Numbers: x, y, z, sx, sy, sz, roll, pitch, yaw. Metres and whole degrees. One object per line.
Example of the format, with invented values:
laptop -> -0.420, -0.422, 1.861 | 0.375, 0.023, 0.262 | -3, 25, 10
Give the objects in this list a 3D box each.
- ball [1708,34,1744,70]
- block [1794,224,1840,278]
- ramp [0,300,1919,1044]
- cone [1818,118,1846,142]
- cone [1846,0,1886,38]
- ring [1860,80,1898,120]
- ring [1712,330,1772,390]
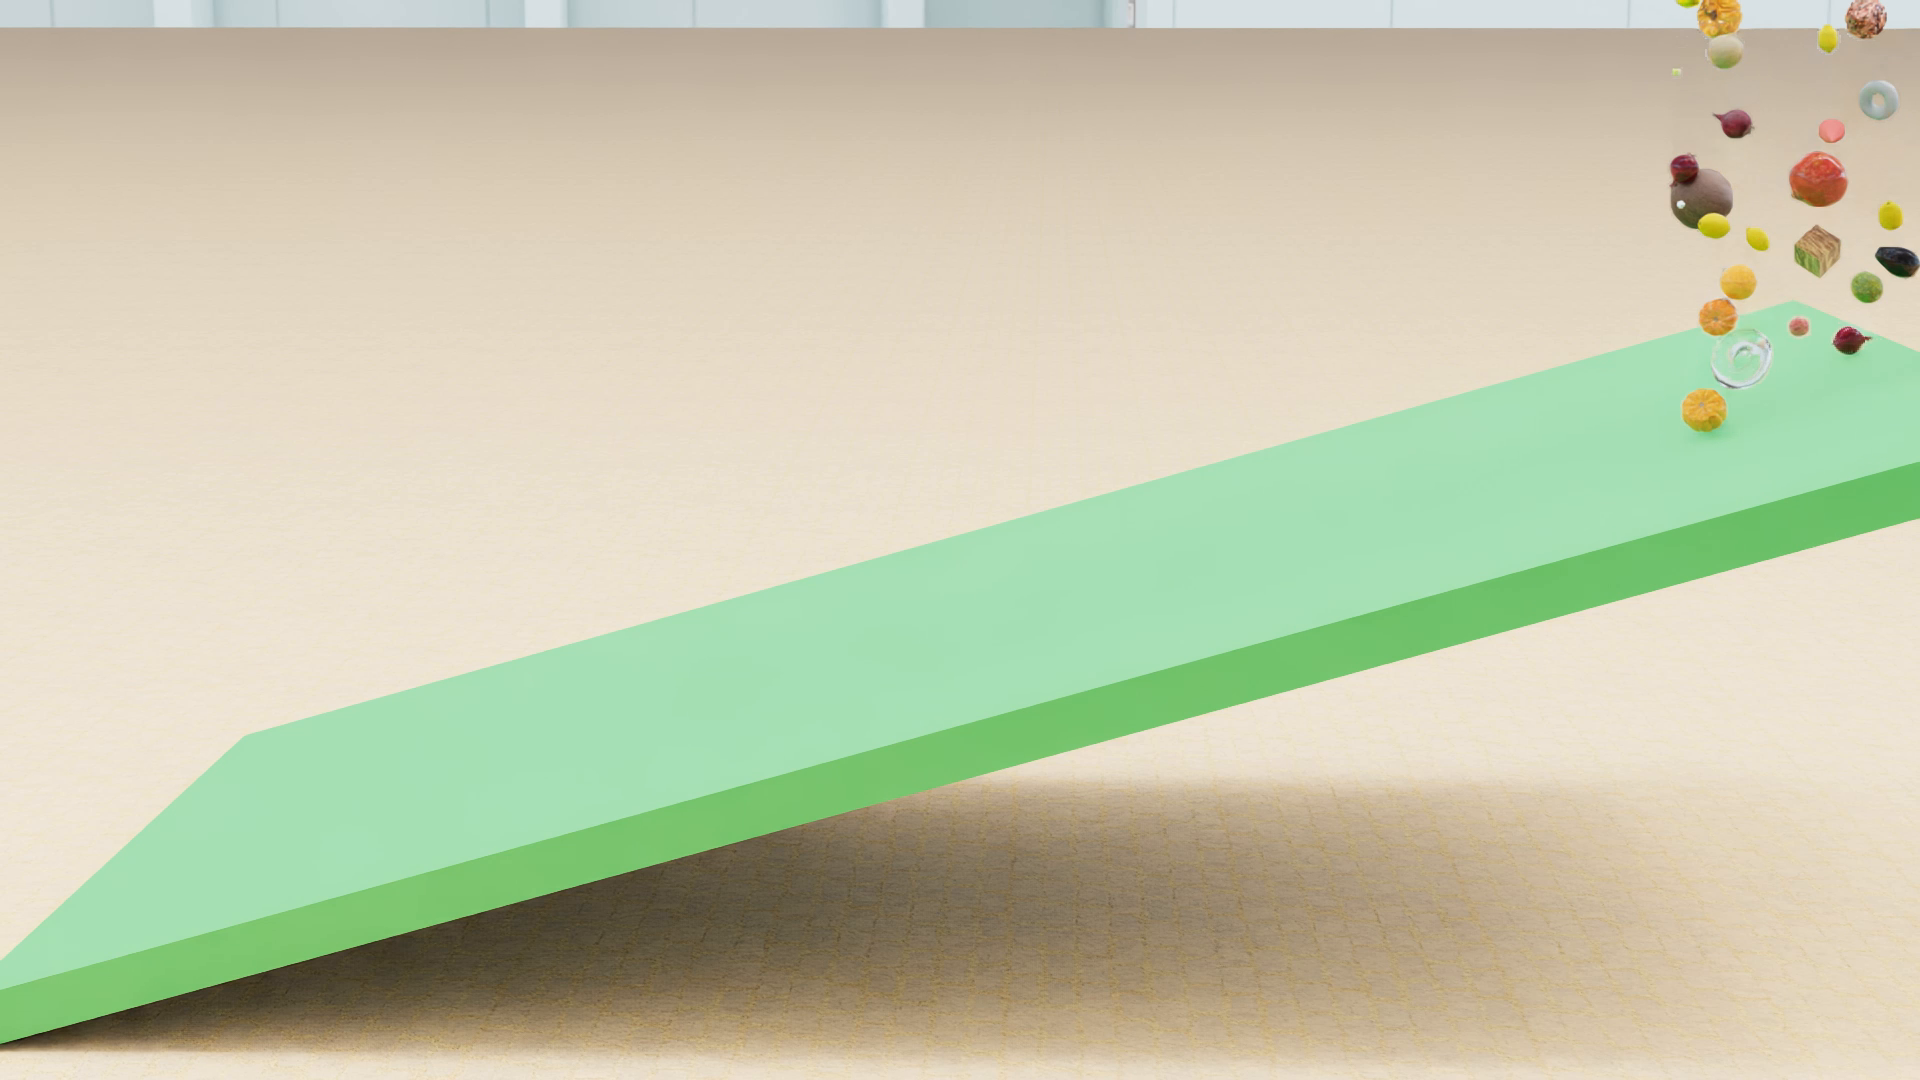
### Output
ball -> 1.495, -0.954, 5.743 | 0.068, 0.068, 0.068 | 0, 11, 0
block -> 1.708, -0.575, 5.858 | 0.062, 0.062, 0.062 | -43, 58, -10
ramp -> 0.089, 0.188, 6.322 | 4.000, 0.100, 2.000 | -16, 10, 5
cone -> 1.781, -0.825, 6.008 | 0.054, 0.054, 0.054 | 3, 33, 14
cone -> 1.894, -1.097, 6.191 | 0.087, 0.087, 0.087 | 7, 14, 33
ring -> 1.877, -0.899, 6.007 | 0.083, 0.083, 0.028 | 9, 28, 39
ring -> 1.569, -0.363, 5.906 | 0.044, 0.131, 0.131 | 27, -9, -39
